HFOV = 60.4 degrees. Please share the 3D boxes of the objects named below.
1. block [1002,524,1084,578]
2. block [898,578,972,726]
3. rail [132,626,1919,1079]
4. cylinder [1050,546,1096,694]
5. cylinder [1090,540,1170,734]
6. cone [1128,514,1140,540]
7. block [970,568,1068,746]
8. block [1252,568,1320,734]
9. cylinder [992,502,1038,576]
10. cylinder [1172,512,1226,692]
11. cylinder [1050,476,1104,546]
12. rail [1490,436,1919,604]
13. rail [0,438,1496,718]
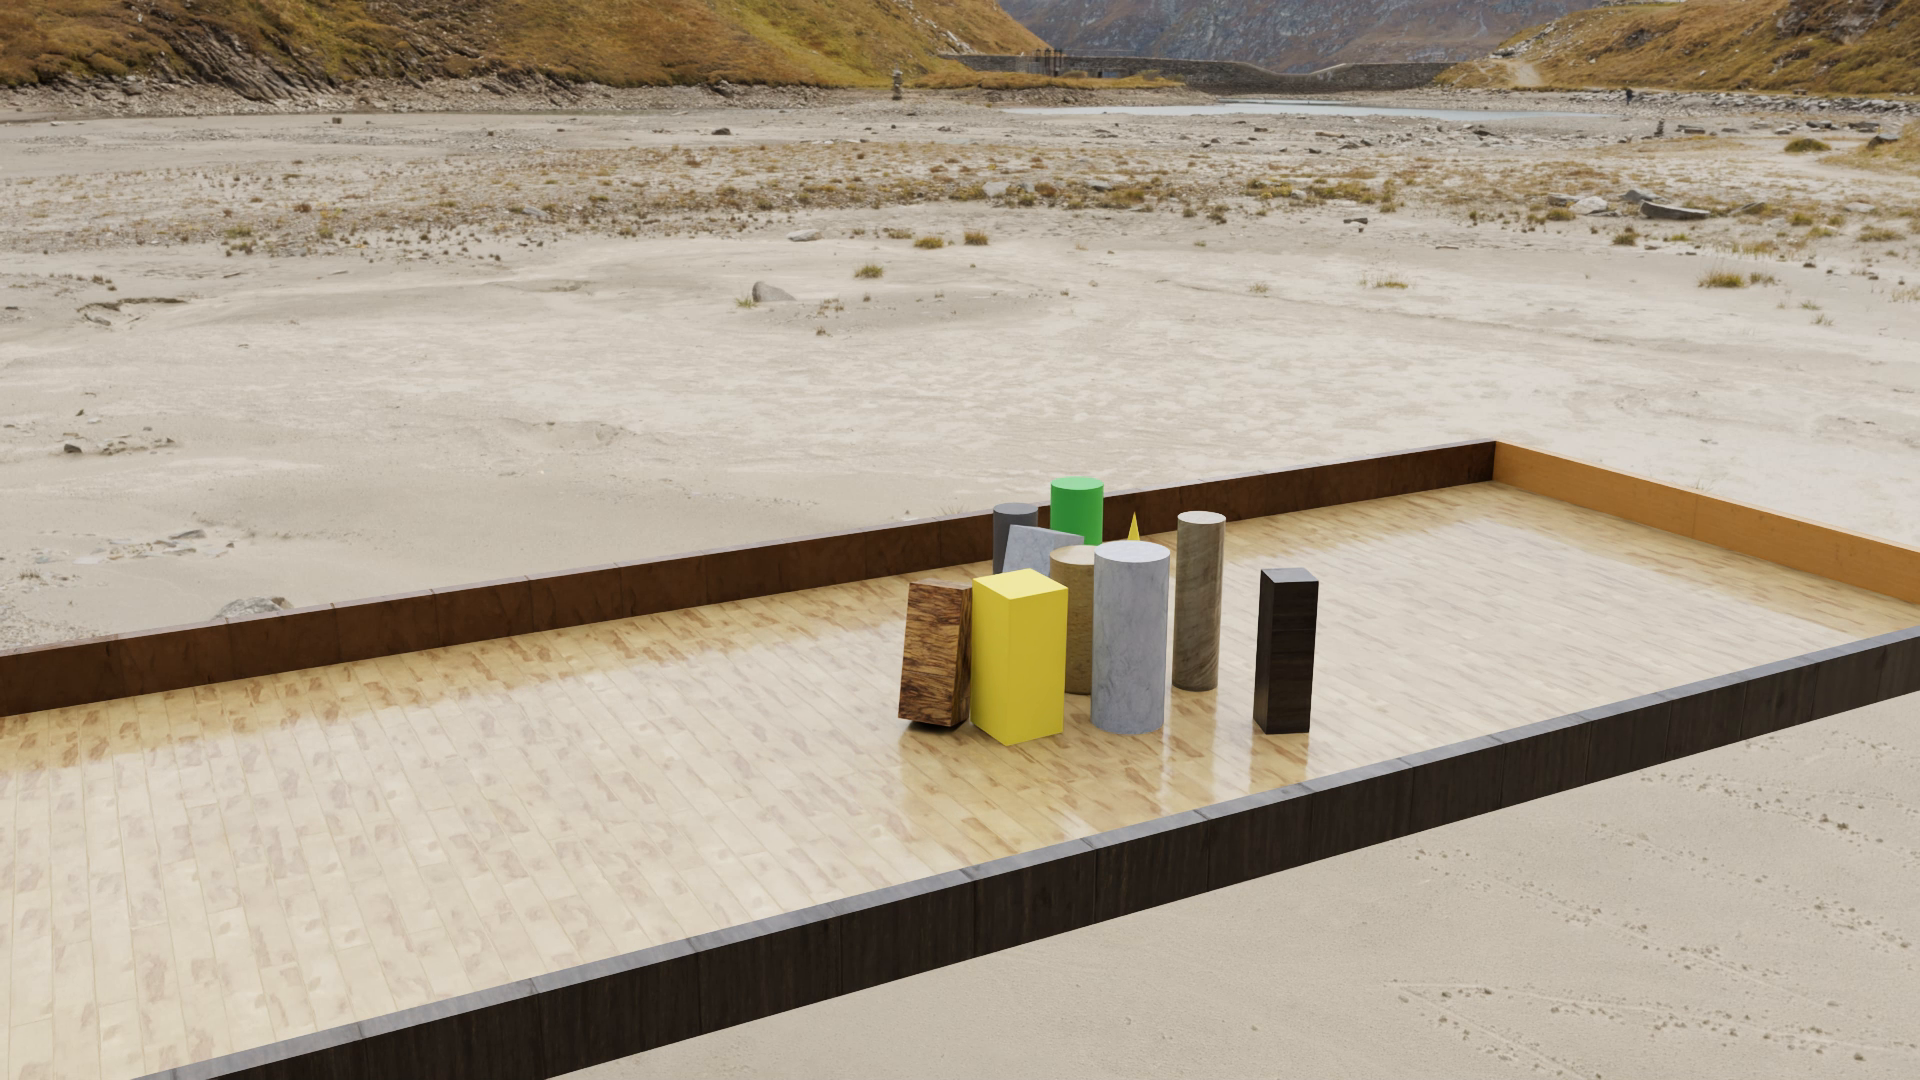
[{"bbox_3d":[0.194,0.147,4.194,0.138,0.347,0.138,12,4,36],"label":"block"},{"bbox_3d":[-0.047,0.260,3.864,0.131,0.319,0.131,7,6,19],"label":"block"},{"bbox_3d":[-2.336,1.006,1.665,12.000,0.150,0.050,-9,18,-27],"label":"rail"},{"bbox_3d":[0.308,0.196,4.092,0.172,0.333,0.172,0,16,0],"label":"cylinder"},{"bbox_3d":[0.395,0.226,3.845,0.173,0.418,0.173,0,16,0],"label":"cylinder"},{"bbox_3d":[0.456,0.101,4.359,0.151,0.367,0.151,0,16,0],"label":"cone"},{"bbox_3d":[0.134,0.268,3.805,0.157,0.355,0.157,-10,21,-30],"label":"block"},{"bbox_3d":[0.754,0.257,3.823,0.104,0.370,0.104,-2,17,-7],"label":"block"},{"bbox_3d":[0.146,0.095,4.375,0.118,0.370,0.118,0,16,0],"label":"cylinder"},{"bbox_3d":[0.588,0.152,4.073,0.116,0.432,0.116,0,16,0],"label":"cylinder"},{"bbox_3d":[0.322,0.027,4.584,0.145,0.383,0.145,0,16,0],"label":"cylinder"},{"bbox_3d":[2.466,-0.048,5.253,0.050,0.150,2.100,-9,18,-27],"label":"rail"},{"bbox_3d":[-3.305,0.497,3.399,12.000,0.150,0.050,-9,18,-27],"label":"rail"}]
